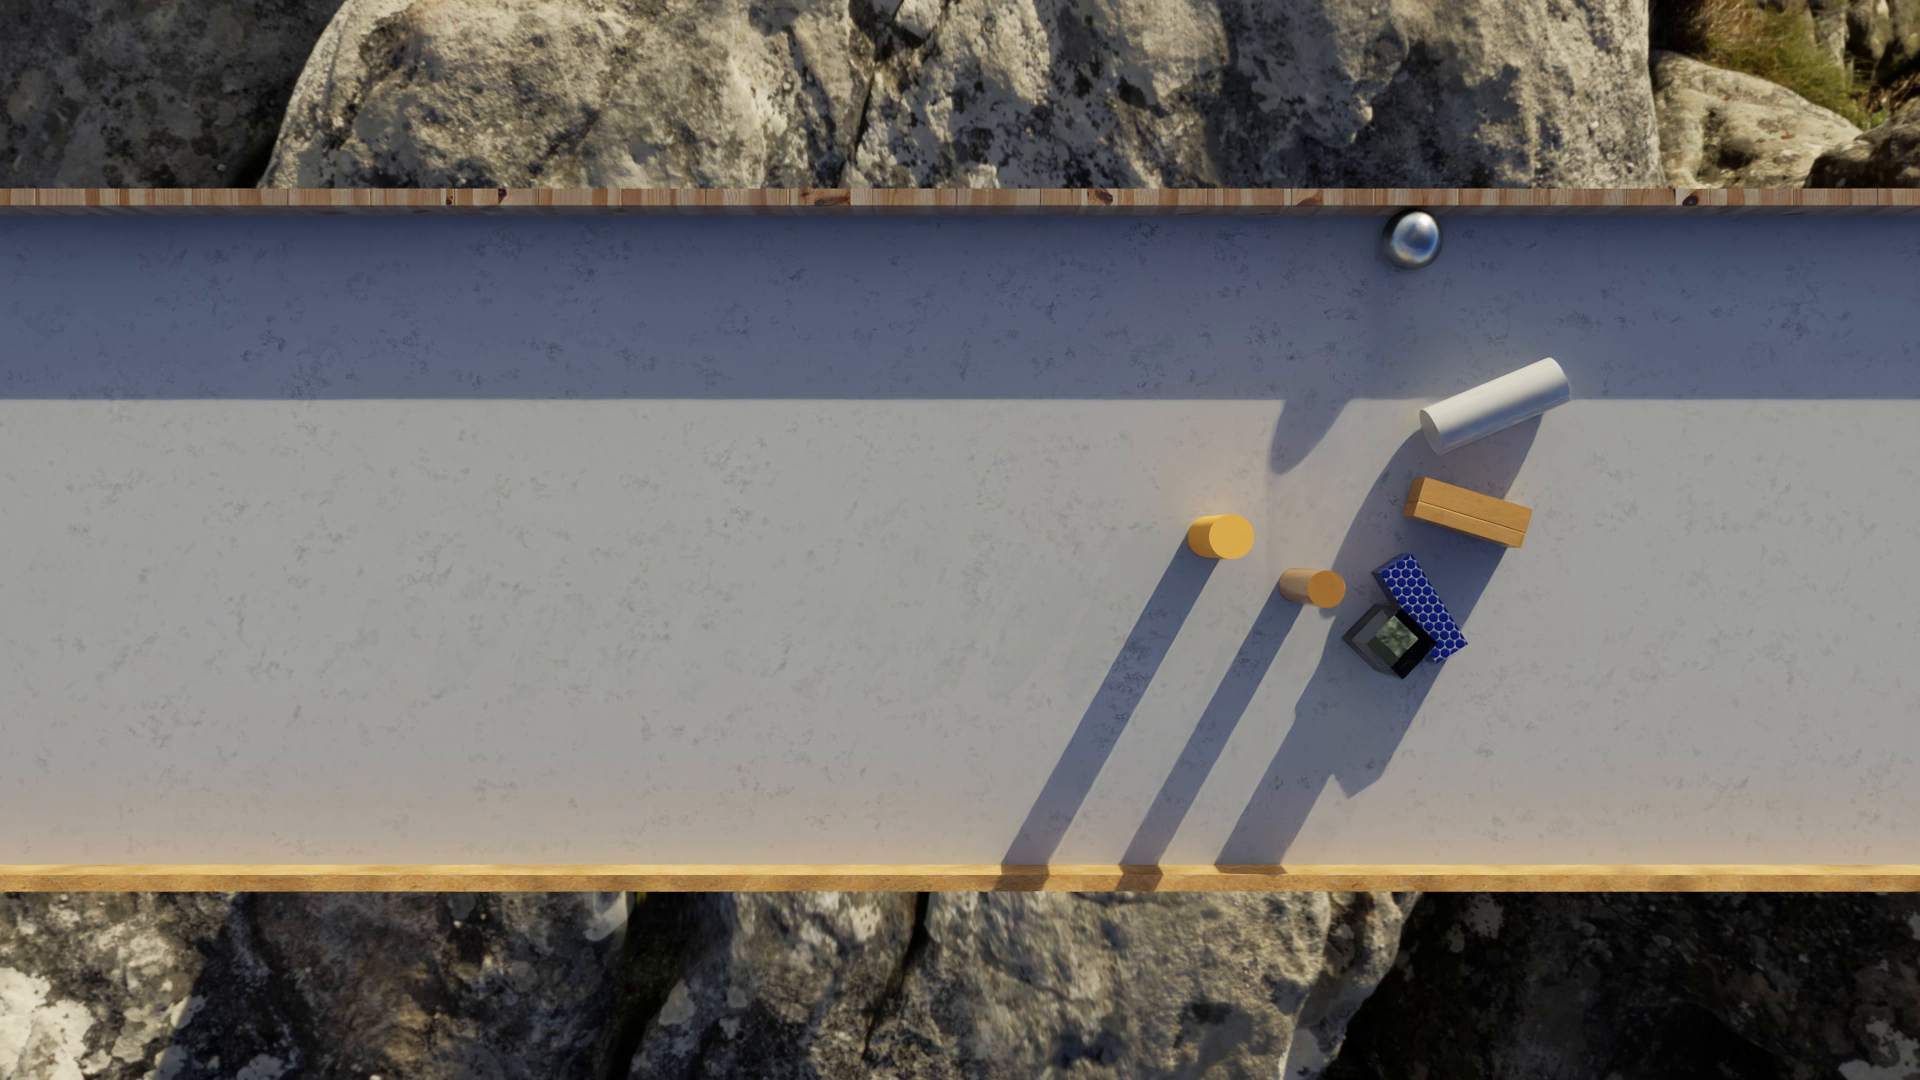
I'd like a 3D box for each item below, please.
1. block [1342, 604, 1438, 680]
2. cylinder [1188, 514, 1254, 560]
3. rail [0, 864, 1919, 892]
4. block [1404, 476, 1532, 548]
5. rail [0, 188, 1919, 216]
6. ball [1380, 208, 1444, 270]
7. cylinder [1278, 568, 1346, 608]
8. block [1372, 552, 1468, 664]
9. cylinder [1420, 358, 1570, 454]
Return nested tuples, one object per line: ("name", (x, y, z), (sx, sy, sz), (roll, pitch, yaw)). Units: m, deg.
("block", (1.278, 0.300, 4.921), (0.147, 0.310, 0.147), (44, 90, 0))
("cylinder", (0.765, -0.009, 4.859), (0.128, 0.436, 0.128), (0, 90, 0))
("rail", (-2.247, 1.025, 5.001), (12.000, 0.150, 0.050), (0, 90, 0))
("block", (1.542, -0.083, 5.015), (0.337, 0.122, 0.122), (17, 90, 0))
("rail", (-2.247, -1.025, 5.002), (12.000, 0.150, 0.050), (0, 90, 0))
("ball", (1.367, -0.908, 4.984), (0.184, 0.184, 0.184), (0, 90, 0))
("cylinder", (1.033, 0.139, 4.861), (0.107, 0.432, 0.107), (0, 90, 0))
("block", (1.397, 0.206, 5.020), (0.112, 0.112, 0.322), (-32, 90, 0))
("cylinder", (1.619, -0.406, 5.002), (0.413, 0.149, 0.149), (-22, 90, 0))
